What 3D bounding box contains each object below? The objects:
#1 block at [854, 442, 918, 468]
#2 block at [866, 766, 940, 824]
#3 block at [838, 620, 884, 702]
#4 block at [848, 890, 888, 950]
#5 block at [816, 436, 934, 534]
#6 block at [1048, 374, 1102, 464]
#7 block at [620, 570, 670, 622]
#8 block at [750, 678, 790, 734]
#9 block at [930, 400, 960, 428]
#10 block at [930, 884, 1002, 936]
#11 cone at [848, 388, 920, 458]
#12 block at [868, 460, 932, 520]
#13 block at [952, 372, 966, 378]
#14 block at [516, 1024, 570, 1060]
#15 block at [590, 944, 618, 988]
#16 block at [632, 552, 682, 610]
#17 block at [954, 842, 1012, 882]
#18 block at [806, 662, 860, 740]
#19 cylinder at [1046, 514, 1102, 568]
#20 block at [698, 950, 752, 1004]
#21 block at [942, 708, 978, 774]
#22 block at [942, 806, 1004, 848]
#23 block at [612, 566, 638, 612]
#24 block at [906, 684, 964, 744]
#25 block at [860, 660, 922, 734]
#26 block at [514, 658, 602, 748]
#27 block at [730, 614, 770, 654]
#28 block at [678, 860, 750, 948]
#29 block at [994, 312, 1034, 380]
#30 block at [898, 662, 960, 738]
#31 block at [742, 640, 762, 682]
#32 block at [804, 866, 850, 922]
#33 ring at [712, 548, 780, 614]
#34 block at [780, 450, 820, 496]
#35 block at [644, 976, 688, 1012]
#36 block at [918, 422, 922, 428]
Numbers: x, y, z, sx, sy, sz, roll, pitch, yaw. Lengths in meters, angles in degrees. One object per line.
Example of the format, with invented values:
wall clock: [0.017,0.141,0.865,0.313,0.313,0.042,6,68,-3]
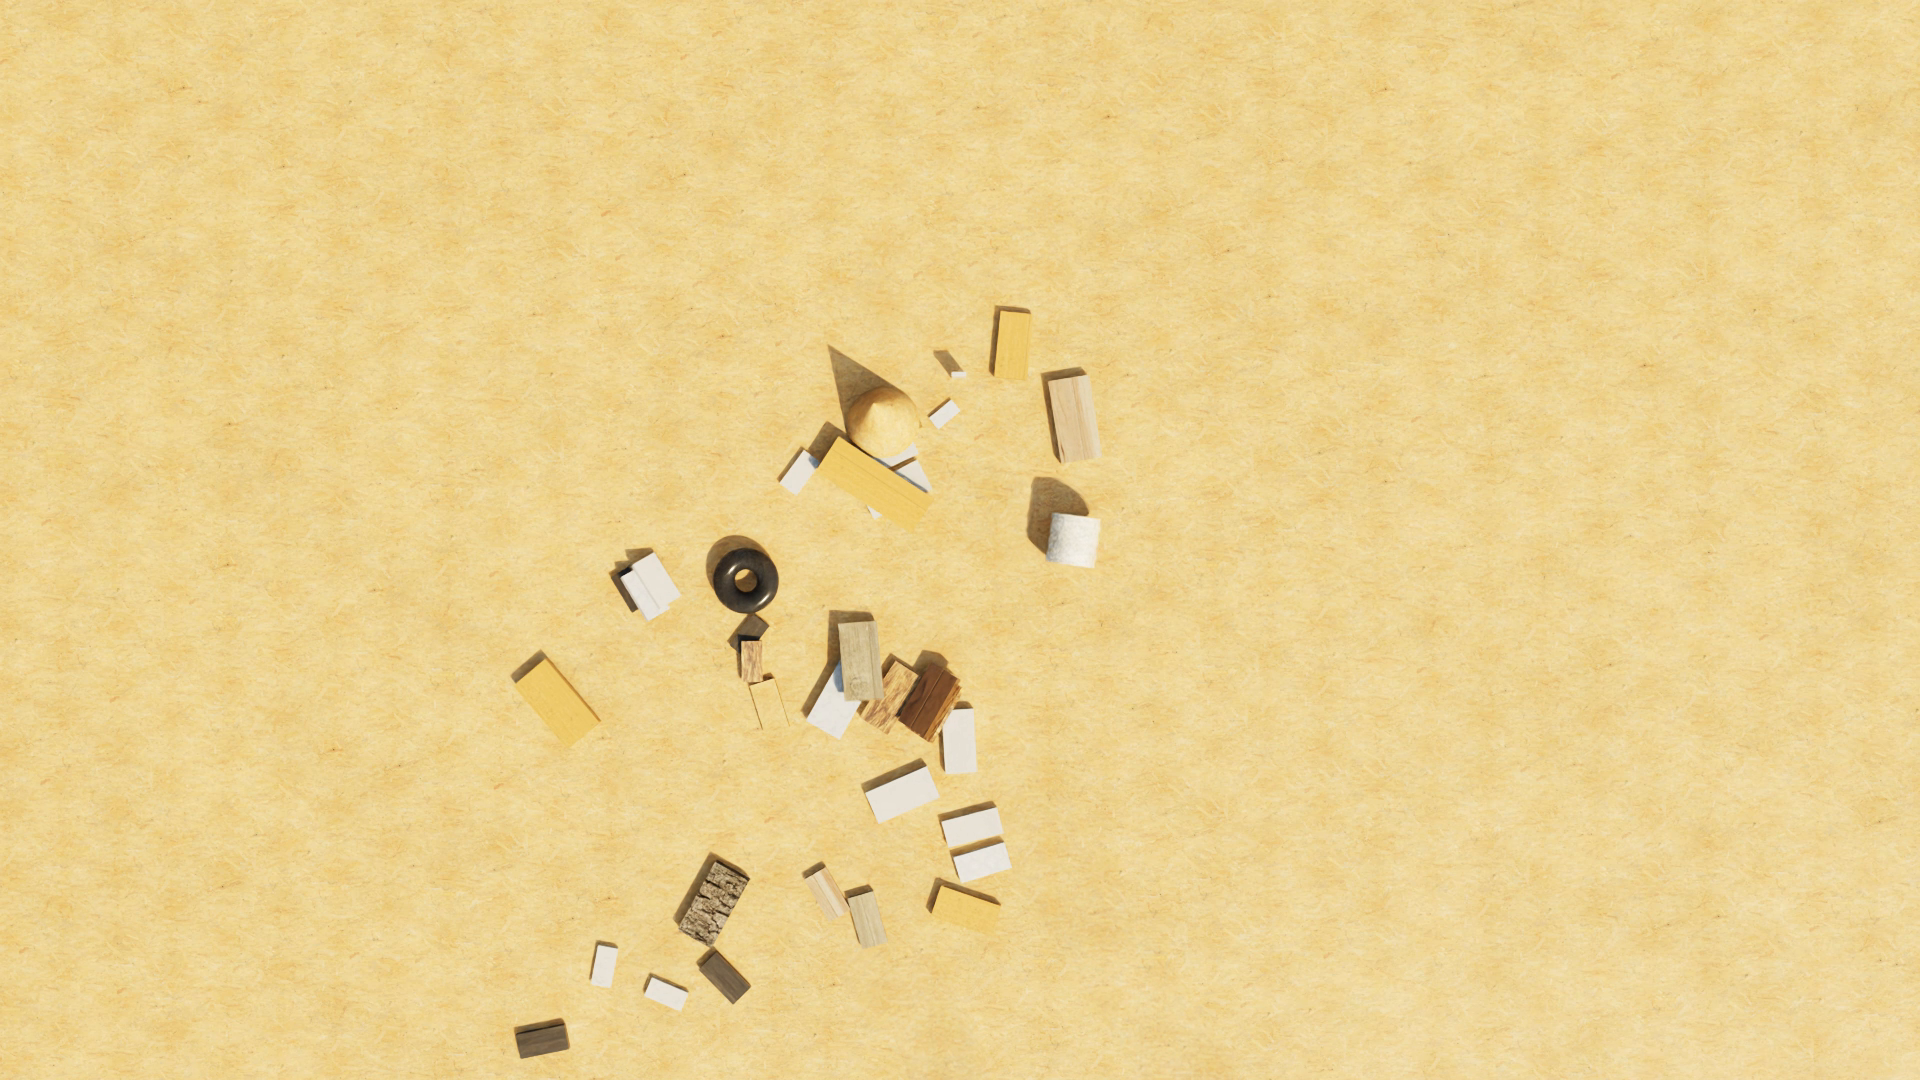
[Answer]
block: [-0.275,-0.283,5.485,0.256,0.031,0.109,-25,90,0]
block: [-0.190,0.846,5.484,0.222,0.031,0.111,-24,90,0]
block: [-0.328,0.402,5.446,0.129,0.036,0.257,-4,78,-8]
block: [-0.307,1.263,5.488,0.088,0.025,0.176,-16,90,0]
block: [-0.281,-0.180,5.450,0.375,0.039,0.138,33,90,0]
block: [0.382,-0.400,5.480,0.138,0.039,0.275,-9,90,0]
block: [-1.044,0.177,5.470,0.085,0.024,0.170,-31,90,-28]
block: [-0.633,0.553,5.488,0.085,0.024,0.170,-17,90,0]
block: [-0.051,-0.418,5.493,0.097,0.014,0.049,-39,90,0]
block: [0.020,1.231,5.485,0.211,0.030,0.105,19,90,0]
cone: [-0.265,-0.412,5.357,0.242,0.242,0.242,-1,80,5]
block: [-0.213,-0.167,5.485,0.219,0.031,0.109,-28,90,0]
block: [-0.003,-0.544,5.451,0.049,0.097,0.014,0,90,0]
block: [-1.387,1.668,5.488,0.165,0.023,0.082,-11,90,0]
block: [-1.183,1.418,5.491,0.066,0.019,0.132,11,90,0]
block: [-1.007,0.136,5.470,0.085,0.024,0.170,-32,90,-28]
block: [0.075,1.072,5.488,0.176,0.025,0.088,-17,90,0]
block: [-0.391,0.518,5.482,0.129,0.036,0.257,29,90,0]
cylinder: [0.374,0.002,5.420,0.160,0.160,0.160,8,90,0]
block: [-0.782,1.457,5.488,0.082,0.023,0.165,-45,90,0]
block: [-0.002,0.668,5.485,0.105,0.030,0.211,-3,90,0]
block: [0.042,0.954,5.488,0.190,0.025,0.088,-15,90,0]
block: [-1.097,0.166,5.490,0.069,0.020,0.138,-31,90,0]
block: [-0.083,0.556,5.465,0.105,0.030,0.211,31,90,24]
block: [-0.227,0.524,5.484,0.111,0.031,0.222,33,90,0]
block: [-1.337,0.544,5.480,0.138,0.039,0.275,-40,90,0]
block: [-0.700,0.319,5.491,0.066,0.019,0.132,38,90,0]
block: [-0.818,1.210,5.482,0.129,0.036,0.257,29,90,0]
block: [0.179,-0.645,5.485,0.109,0.031,0.219,6,90,0]
block: [-0.101,0.528,5.444,0.111,0.031,0.222,30,90,24]
block: [-0.691,0.402,5.476,0.069,0.020,0.138,-1,97,-9]
block: [-0.440,1.179,5.488,0.082,0.023,0.165,-31,90,0]
ring: [-0.709,0.135,5.464,0.221,0.074,0.221,0,91,0]
block: [-0.532,-0.223,5.490,0.069,0.020,0.138,37,90,0]
block: [-0.976,1.511,5.491,0.132,0.019,0.066,23,90,0]
block: [-0.165,-0.412,5.493,0.049,0.014,0.097,-23,90,0]
